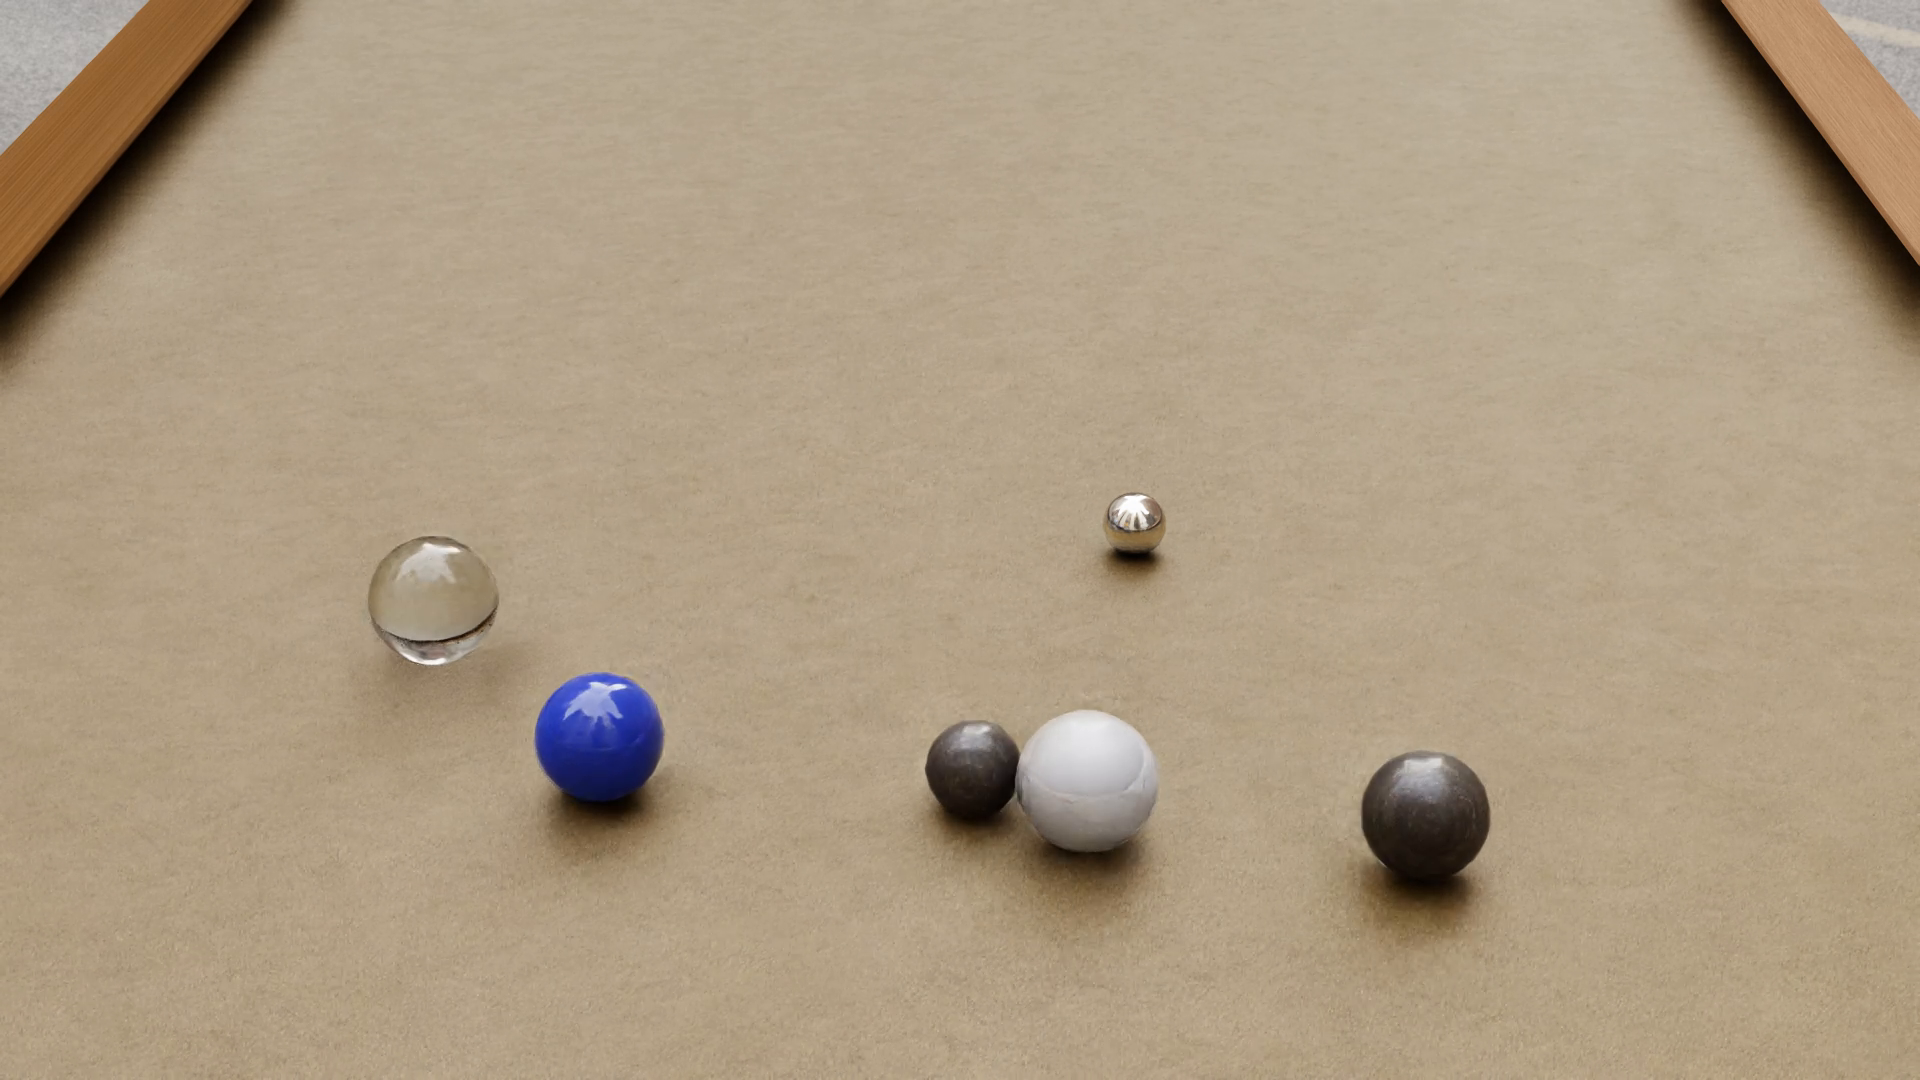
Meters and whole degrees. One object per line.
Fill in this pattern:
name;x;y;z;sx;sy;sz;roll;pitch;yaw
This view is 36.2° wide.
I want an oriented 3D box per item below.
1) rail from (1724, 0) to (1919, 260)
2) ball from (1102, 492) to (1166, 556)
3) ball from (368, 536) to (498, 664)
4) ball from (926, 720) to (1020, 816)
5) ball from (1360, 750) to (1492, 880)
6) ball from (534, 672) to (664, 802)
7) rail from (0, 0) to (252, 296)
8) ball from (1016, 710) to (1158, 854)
rail;0.767;-0.324;2.487;0.045;0.102;2.833;1;26;1
ball;0.114;-0.011;1.924;0.042;0.042;0.042;0;26;0
ball;-0.320;0.036;1.788;0.078;0.078;0.078;0;26;0
ball;0.008;0.127;1.634;0.054;0.054;0.054;0;26;0
ball;0.249;0.147;1.575;0.069;0.069;0.069;0;26;0
ball;-0.202;0.110;1.646;0.072;0.072;0.072;0;26;0
rail;-0.736;-0.339;2.517;0.045;0.102;2.833;1;26;1
ball;0.069;0.131;1.598;0.078;0.078;0.078;0;26;0
